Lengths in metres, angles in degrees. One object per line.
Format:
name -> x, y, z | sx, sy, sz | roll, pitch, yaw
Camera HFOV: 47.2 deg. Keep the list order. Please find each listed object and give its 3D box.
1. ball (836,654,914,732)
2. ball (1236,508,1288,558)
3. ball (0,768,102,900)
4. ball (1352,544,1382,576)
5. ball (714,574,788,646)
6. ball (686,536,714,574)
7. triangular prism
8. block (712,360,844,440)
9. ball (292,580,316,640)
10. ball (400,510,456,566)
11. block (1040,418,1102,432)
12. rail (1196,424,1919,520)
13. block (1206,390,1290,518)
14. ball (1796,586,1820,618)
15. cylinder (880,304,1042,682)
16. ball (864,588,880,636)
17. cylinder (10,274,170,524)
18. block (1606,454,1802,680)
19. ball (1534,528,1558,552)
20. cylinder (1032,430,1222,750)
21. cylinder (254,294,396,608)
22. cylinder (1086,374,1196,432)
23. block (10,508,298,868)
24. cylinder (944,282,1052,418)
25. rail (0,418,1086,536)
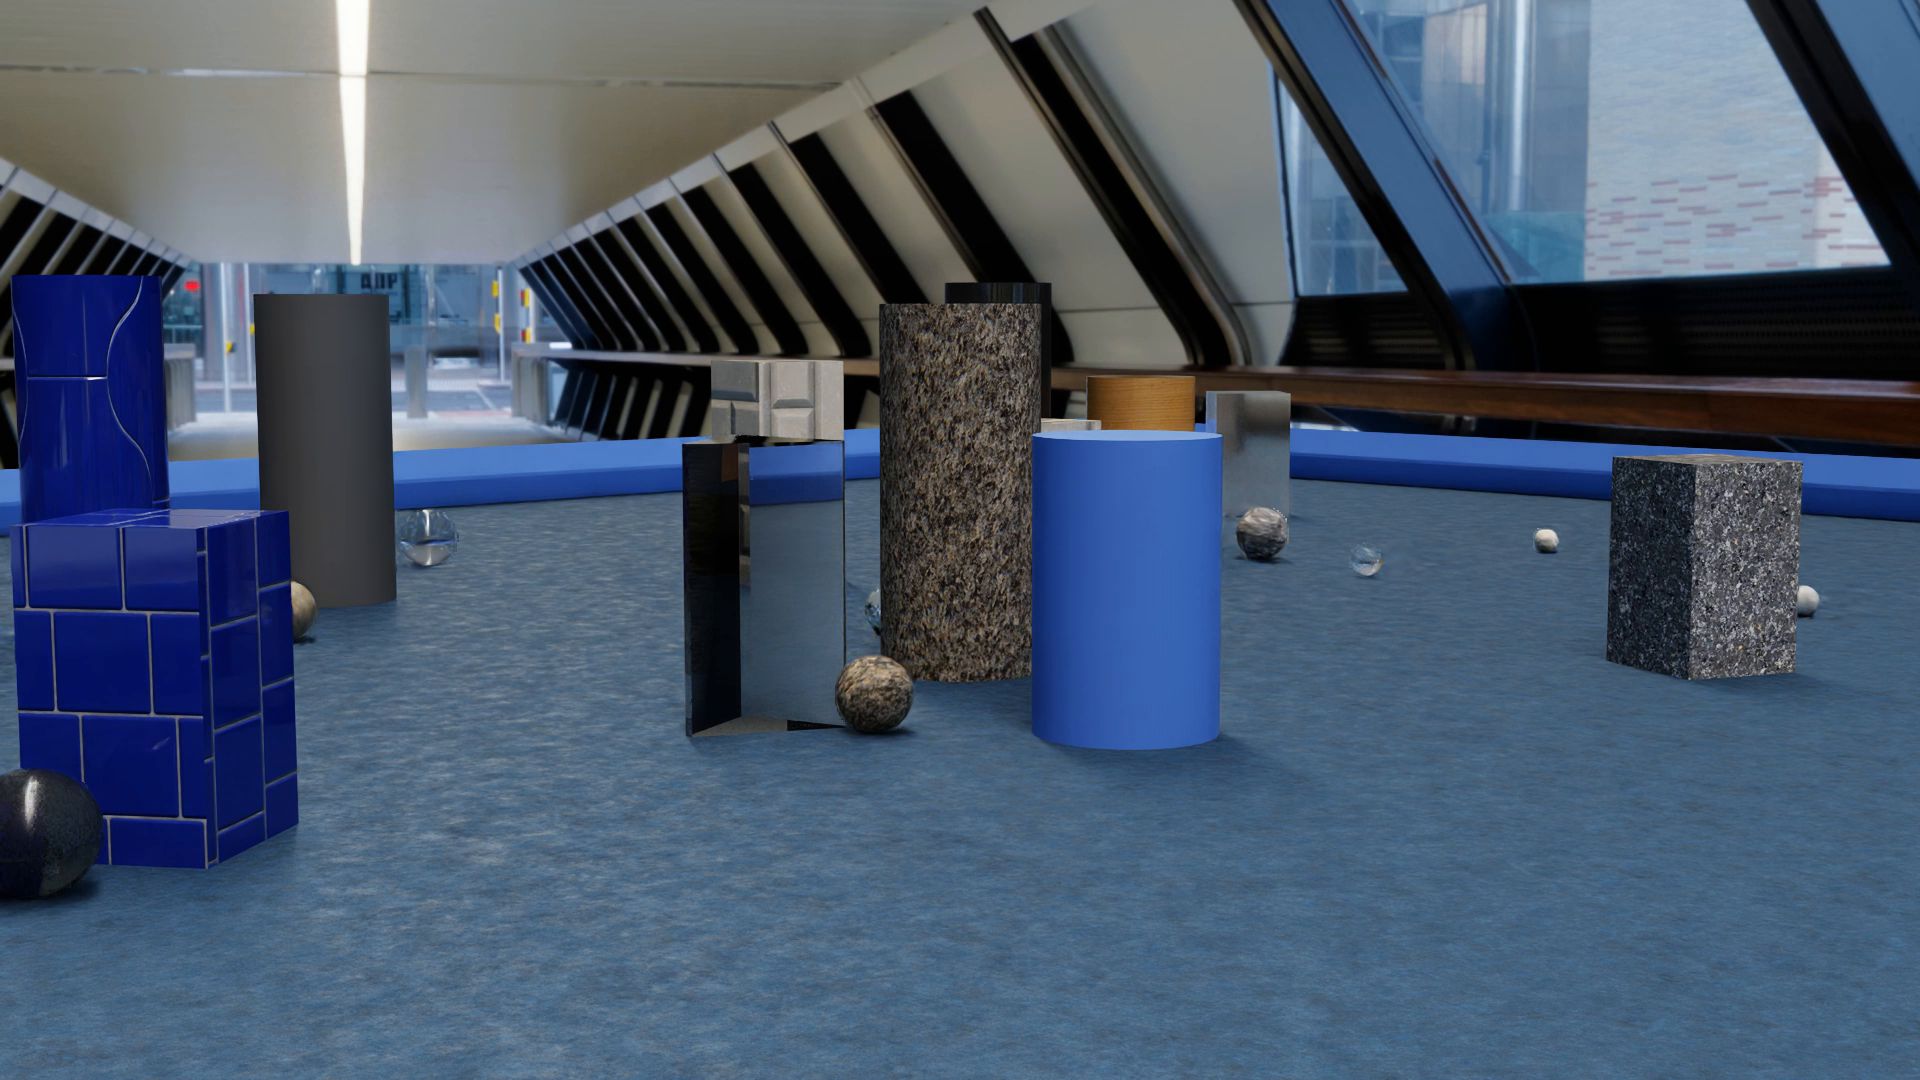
ball -> -0.090, 0.163, 2.331 | 0.082, 0.082, 0.082 | 0, 6, 0
ball -> 0.544, -0.012, 3.965 | 0.092, 0.092, 0.092 | 0, 6, 0
ball -> -0.705, 0.223, 1.672 | 0.099, 0.099, 0.099 | 0, 6, 0
ball -> 0.687, 0.034, 3.713 | 0.053, 0.053, 0.053 | 0, 6, 0
ball -> -0.277, 0.094, 2.924 | 0.097, 0.097, 0.097 | 0, 6, 0
ball -> -0.432, 0.026, 3.727 | 0.065, 0.065, 0.065 | 0, 6, 0
triangular prism -> -0.229, 0.043, 2.390 | 0.173, 0.308, 0.150 | -2, 6, -19
block -> -0.304, -0.117, 3.662 | 0.160, 0.362, 0.160 | -4, 7, -35
ball -> -0.914, 0.095, 2.977 | 0.083, 0.083, 0.083 | 0, 6, 0
ball -> -0.933, -0.004, 3.857 | 0.098, 0.098, 0.098 | 0, 6, 0
block -> 0.103, -0.042, 3.345 | 0.160, 0.279, 0.160 | 4, 7, 36
rail -> 1.760, -0.134, 4.947 | 0.045, 0.130, 4.111 | -5, 8, -42
block -> 0.630, -0.190, 4.828 | 0.160, 0.268, 0.160 | 0, 6, -2
ball -> 1.230, 0.090, 3.208 | 0.046, 0.046, 0.046 | 0, 6, 0
cylinder -> 0.000, -0.065, 2.724 | 0.200, 0.453, 0.200 | 0, 6, 0
ball -> -0.095, 0.099, 3.003 | 0.071, 0.071, 0.071 | 0, 6, 0
cylinder -> -1.236, -0.128, 3.138 | 0.200, 0.494, 0.200 | 0, 6, 0
block -> 0.929, 0.029, 2.751 | 0.160, 0.261, 0.160 | -2, 6, -20
ball -> 1.085, 0.001, 4.072 | 0.044, 0.044, 0.044 | 0, 6, 0
cylinder -> 0.175, 0.047, 2.322 | 0.200, 0.315, 0.200 | 0, 6, 0
cylinder -> -0.977, -0.142, 3.387 | 0.200, 0.470, 0.200 | 0, 6, 0
cylinder -> 0.330, -0.136, 4.026 | 0.200, 0.326, 0.200 | 0, 6, 0
block -> -0.668, 0.118, 1.838 | 0.160, 0.274, 0.160 | 1, 6, 9
cylinder -> 0.071, -0.232, 4.121 | 0.200, 0.497, 0.200 | 0, 6, 0
rail -> -1.378, -0.121, 4.817 | 4.836, 0.130, 0.045 | -5, 8, -42
